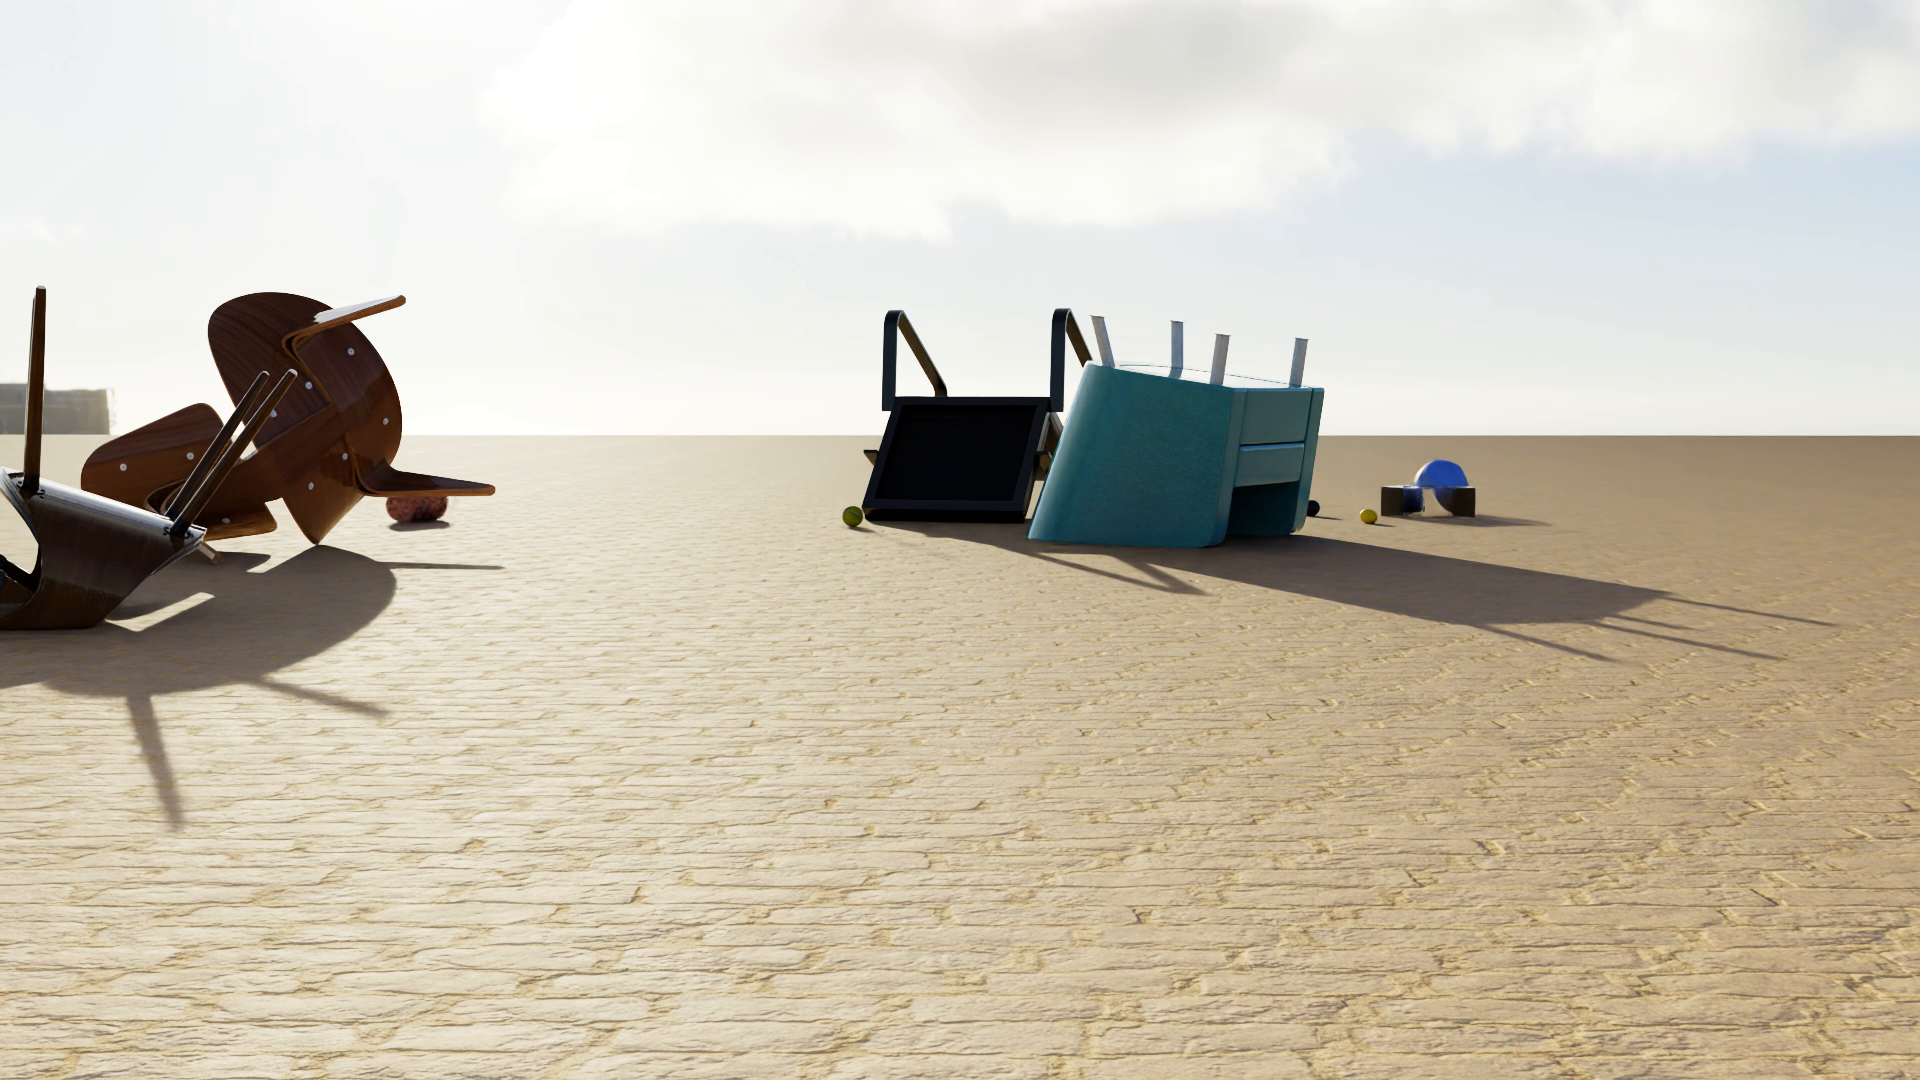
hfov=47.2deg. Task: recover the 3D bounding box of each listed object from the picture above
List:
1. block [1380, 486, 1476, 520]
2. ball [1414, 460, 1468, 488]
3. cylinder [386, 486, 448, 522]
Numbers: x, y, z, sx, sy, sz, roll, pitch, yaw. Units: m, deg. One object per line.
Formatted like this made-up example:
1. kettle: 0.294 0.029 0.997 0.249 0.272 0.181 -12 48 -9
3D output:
1. block: 1.647 -0.135 7.742 0.236 0.105 0.224 -2 4 -27
2. ball: 1.756 -0.198 8.028 0.192 0.192 0.192 0 4 0
3. cylinder: -1.848 -0.124 7.482 0.131 0.120 0.164 5 6 27
